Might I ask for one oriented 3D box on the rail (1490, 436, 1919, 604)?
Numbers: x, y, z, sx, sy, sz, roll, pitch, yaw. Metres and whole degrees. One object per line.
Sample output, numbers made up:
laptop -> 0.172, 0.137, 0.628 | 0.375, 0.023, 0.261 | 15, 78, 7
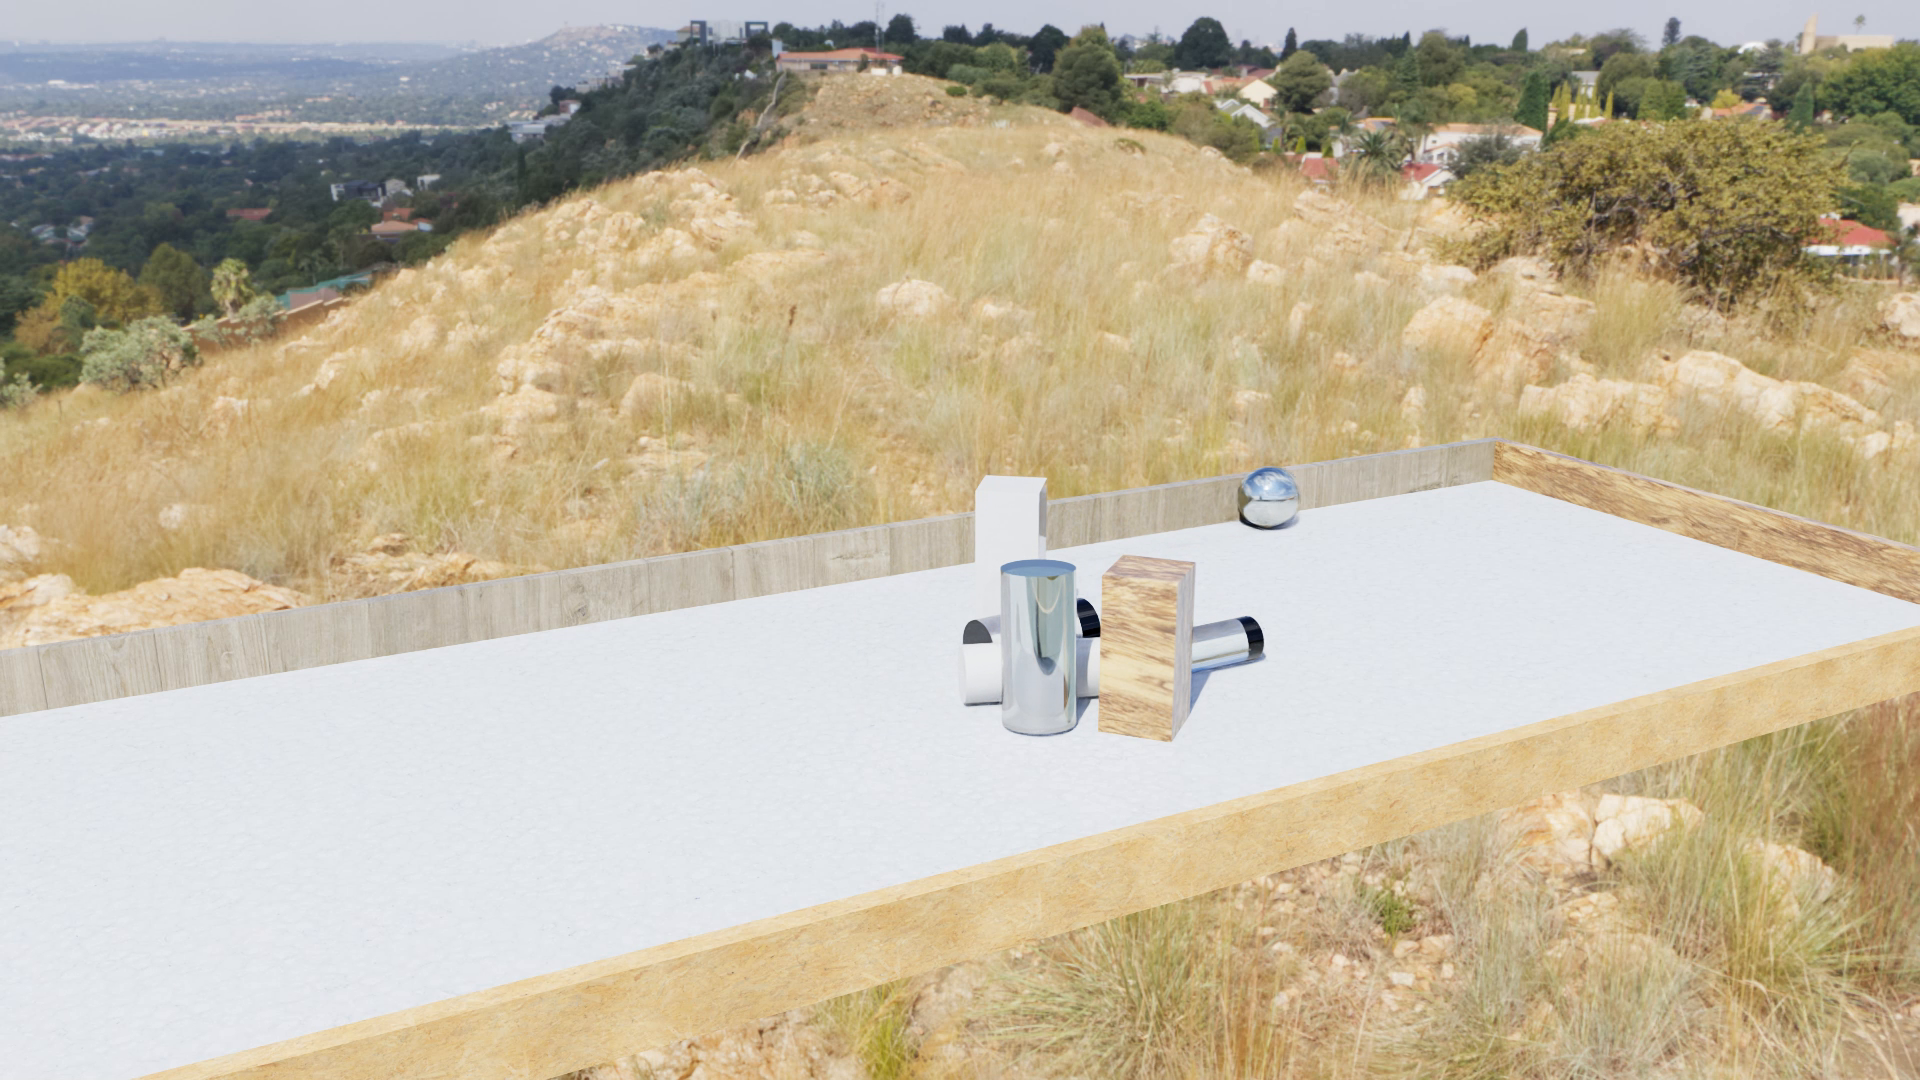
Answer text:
rail -> 2.466, -0.048, 5.253 | 0.050, 0.150, 2.100 | -9, 18, -27

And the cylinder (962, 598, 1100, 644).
cylinder -> 0.186, 0.250, 4.235 | 0.328, 0.152, 0.152 | -11, 20, -31

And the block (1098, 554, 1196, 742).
block -> 0.434, 0.249, 3.831 | 0.174, 0.382, 0.174 | 6, 18, 20

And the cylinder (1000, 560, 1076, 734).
cylinder -> 0.183, 0.246, 3.839 | 0.175, 0.372, 0.175 | -1, 13, 0

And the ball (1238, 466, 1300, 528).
ball -> 1.024, -0.143, 5.482 | 0.202, 0.202, 0.202 | 0, 16, 0

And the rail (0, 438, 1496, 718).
rail -> -3.305, 0.497, 3.399 | 12.000, 0.150, 0.050 | -9, 18, -27

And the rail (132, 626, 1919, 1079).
rail -> -2.336, 1.006, 1.665 | 12.000, 0.150, 0.050 | -9, 18, -27

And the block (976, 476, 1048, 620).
block -> 0.136, 0.060, 4.385 | 0.165, 0.431, 0.165 | 3, 17, 10

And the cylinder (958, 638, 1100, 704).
cylinder -> 0.200, 0.317, 4.024 | 0.395, 0.143, 0.143 | -2, 17, -8

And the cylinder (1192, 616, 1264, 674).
cylinder -> 0.579, 0.282, 4.187 | 0.401, 0.116, 0.116 | -9, 19, -29
